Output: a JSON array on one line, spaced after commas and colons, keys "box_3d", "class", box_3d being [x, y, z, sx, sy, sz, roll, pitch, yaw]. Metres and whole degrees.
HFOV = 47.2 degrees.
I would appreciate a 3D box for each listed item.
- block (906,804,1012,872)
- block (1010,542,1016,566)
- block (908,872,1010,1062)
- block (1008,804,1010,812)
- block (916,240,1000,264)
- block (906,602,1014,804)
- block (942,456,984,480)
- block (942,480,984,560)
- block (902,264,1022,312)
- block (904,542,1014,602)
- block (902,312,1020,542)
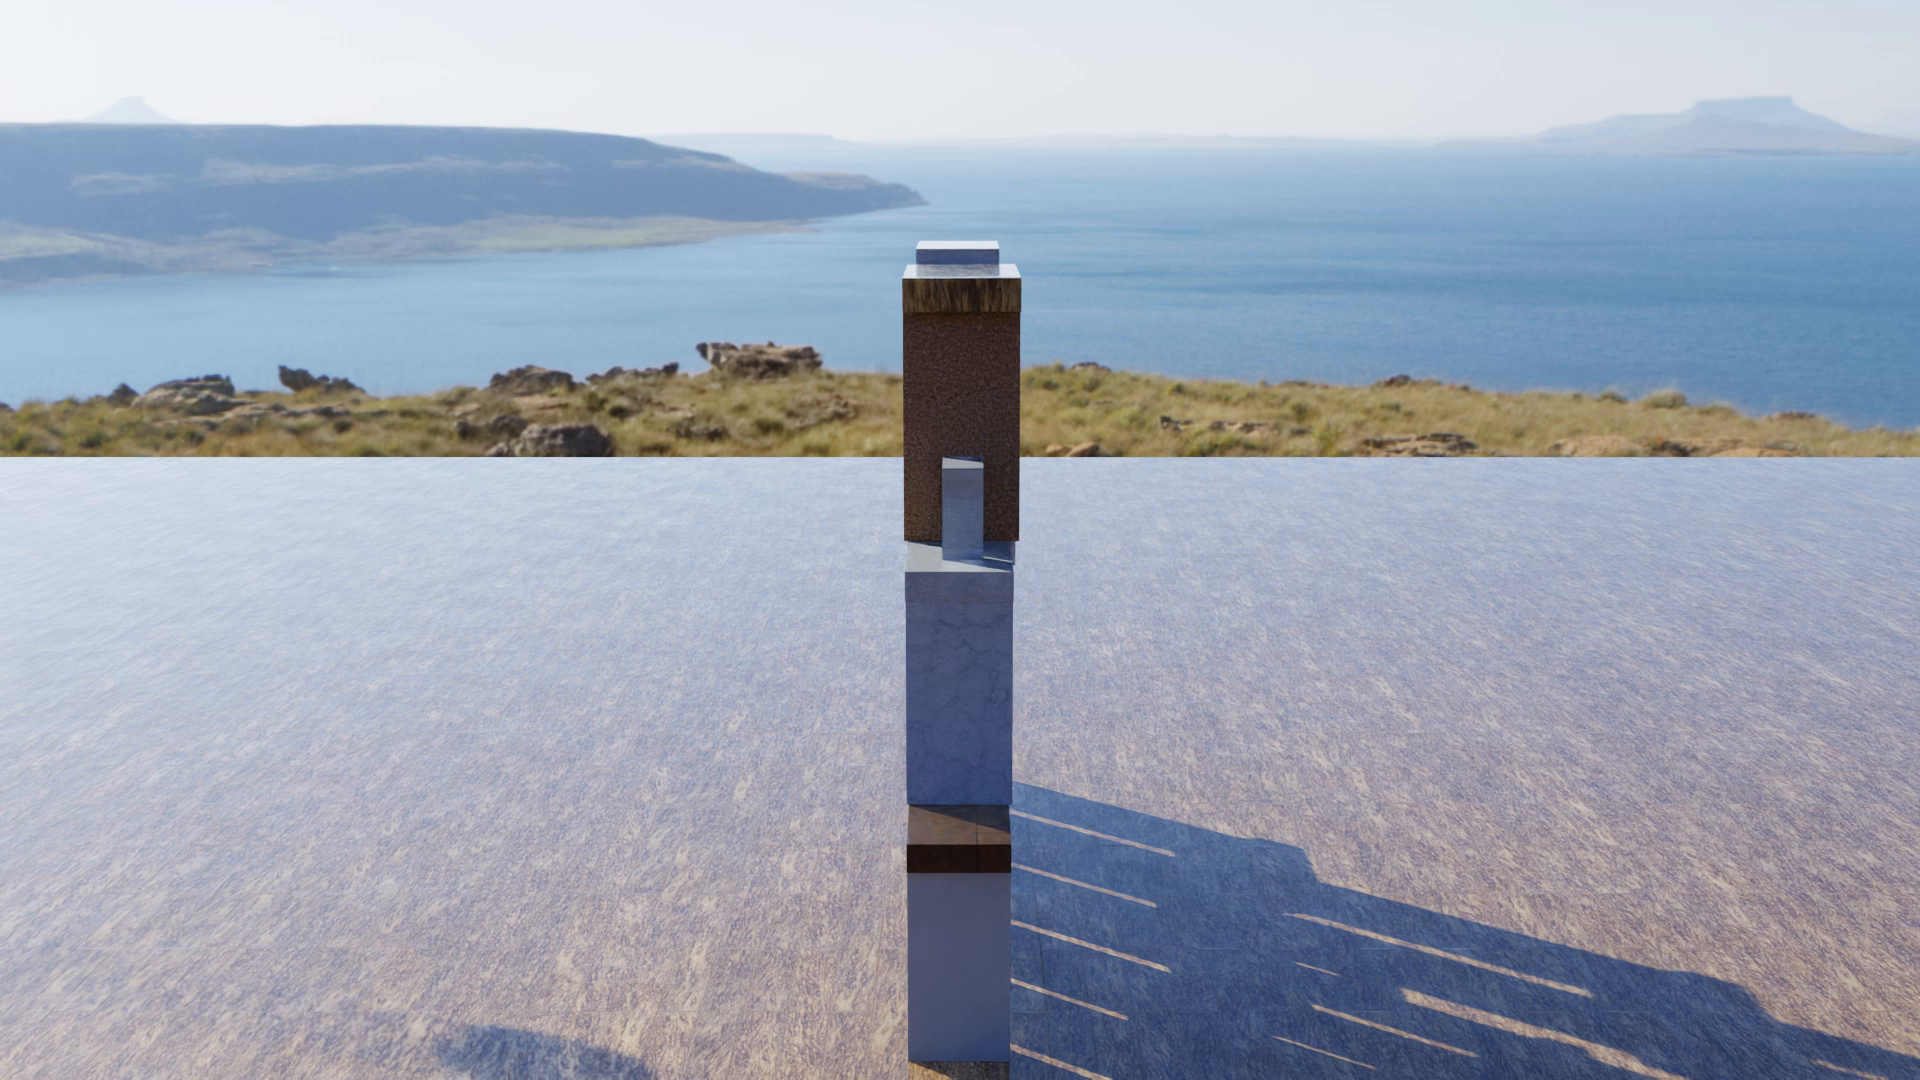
[{"box_3d": [-0.001, 0.399, 3.064, 0.139, 0.040, 0.279, 0, 11, 0], "class": "block"}, {"box_3d": [0.002, -0.171, 3.450, 0.169, 0.419, 0.048, 0, 11, 0], "class": "block"}, {"box_3d": [-0.001, 0.572, 3.001, 0.139, 0.279, 0.040, 0, 11, 0], "class": "block"}, {"box_3d": [-0.001, 0.222, 3.291, 0.149, 0.372, 0.042, 0, 11, 0], "class": "block"}, {"box_3d": [-0.003, -0.464, 3.591, 0.131, 0.037, 0.262, 0, 10, 0], "class": "block"}, {"box_3d": [-0.001, 0.222, 3.089, 0.149, 0.298, 0.042, 0, 11, 0], "class": "block"}, {"box_3d": [0.004, -0.102, 3.113, 0.058, 0.016, 0.115, 0, 10, 0], "class": "block"}, {"box_3d": [0.004, -0.030, 3.087, 0.058, 0.115, 0.016, 0, 10, 0], "class": "block"}, {"box_3d": [0.002, -0.379, 3.296, 0.169, 0.048, 0.338, 0, 10, 0], "class": "block"}, {"box_3d": [-0.001, 0.037, 3.155, 0.149, 0.042, 0.298, 0, 11, 0], "class": "block"}, {"box_3d": [0.002, -0.169, 3.221, 0.169, 0.338, 0.048, 0, 11, 0], "class": "block"}]
